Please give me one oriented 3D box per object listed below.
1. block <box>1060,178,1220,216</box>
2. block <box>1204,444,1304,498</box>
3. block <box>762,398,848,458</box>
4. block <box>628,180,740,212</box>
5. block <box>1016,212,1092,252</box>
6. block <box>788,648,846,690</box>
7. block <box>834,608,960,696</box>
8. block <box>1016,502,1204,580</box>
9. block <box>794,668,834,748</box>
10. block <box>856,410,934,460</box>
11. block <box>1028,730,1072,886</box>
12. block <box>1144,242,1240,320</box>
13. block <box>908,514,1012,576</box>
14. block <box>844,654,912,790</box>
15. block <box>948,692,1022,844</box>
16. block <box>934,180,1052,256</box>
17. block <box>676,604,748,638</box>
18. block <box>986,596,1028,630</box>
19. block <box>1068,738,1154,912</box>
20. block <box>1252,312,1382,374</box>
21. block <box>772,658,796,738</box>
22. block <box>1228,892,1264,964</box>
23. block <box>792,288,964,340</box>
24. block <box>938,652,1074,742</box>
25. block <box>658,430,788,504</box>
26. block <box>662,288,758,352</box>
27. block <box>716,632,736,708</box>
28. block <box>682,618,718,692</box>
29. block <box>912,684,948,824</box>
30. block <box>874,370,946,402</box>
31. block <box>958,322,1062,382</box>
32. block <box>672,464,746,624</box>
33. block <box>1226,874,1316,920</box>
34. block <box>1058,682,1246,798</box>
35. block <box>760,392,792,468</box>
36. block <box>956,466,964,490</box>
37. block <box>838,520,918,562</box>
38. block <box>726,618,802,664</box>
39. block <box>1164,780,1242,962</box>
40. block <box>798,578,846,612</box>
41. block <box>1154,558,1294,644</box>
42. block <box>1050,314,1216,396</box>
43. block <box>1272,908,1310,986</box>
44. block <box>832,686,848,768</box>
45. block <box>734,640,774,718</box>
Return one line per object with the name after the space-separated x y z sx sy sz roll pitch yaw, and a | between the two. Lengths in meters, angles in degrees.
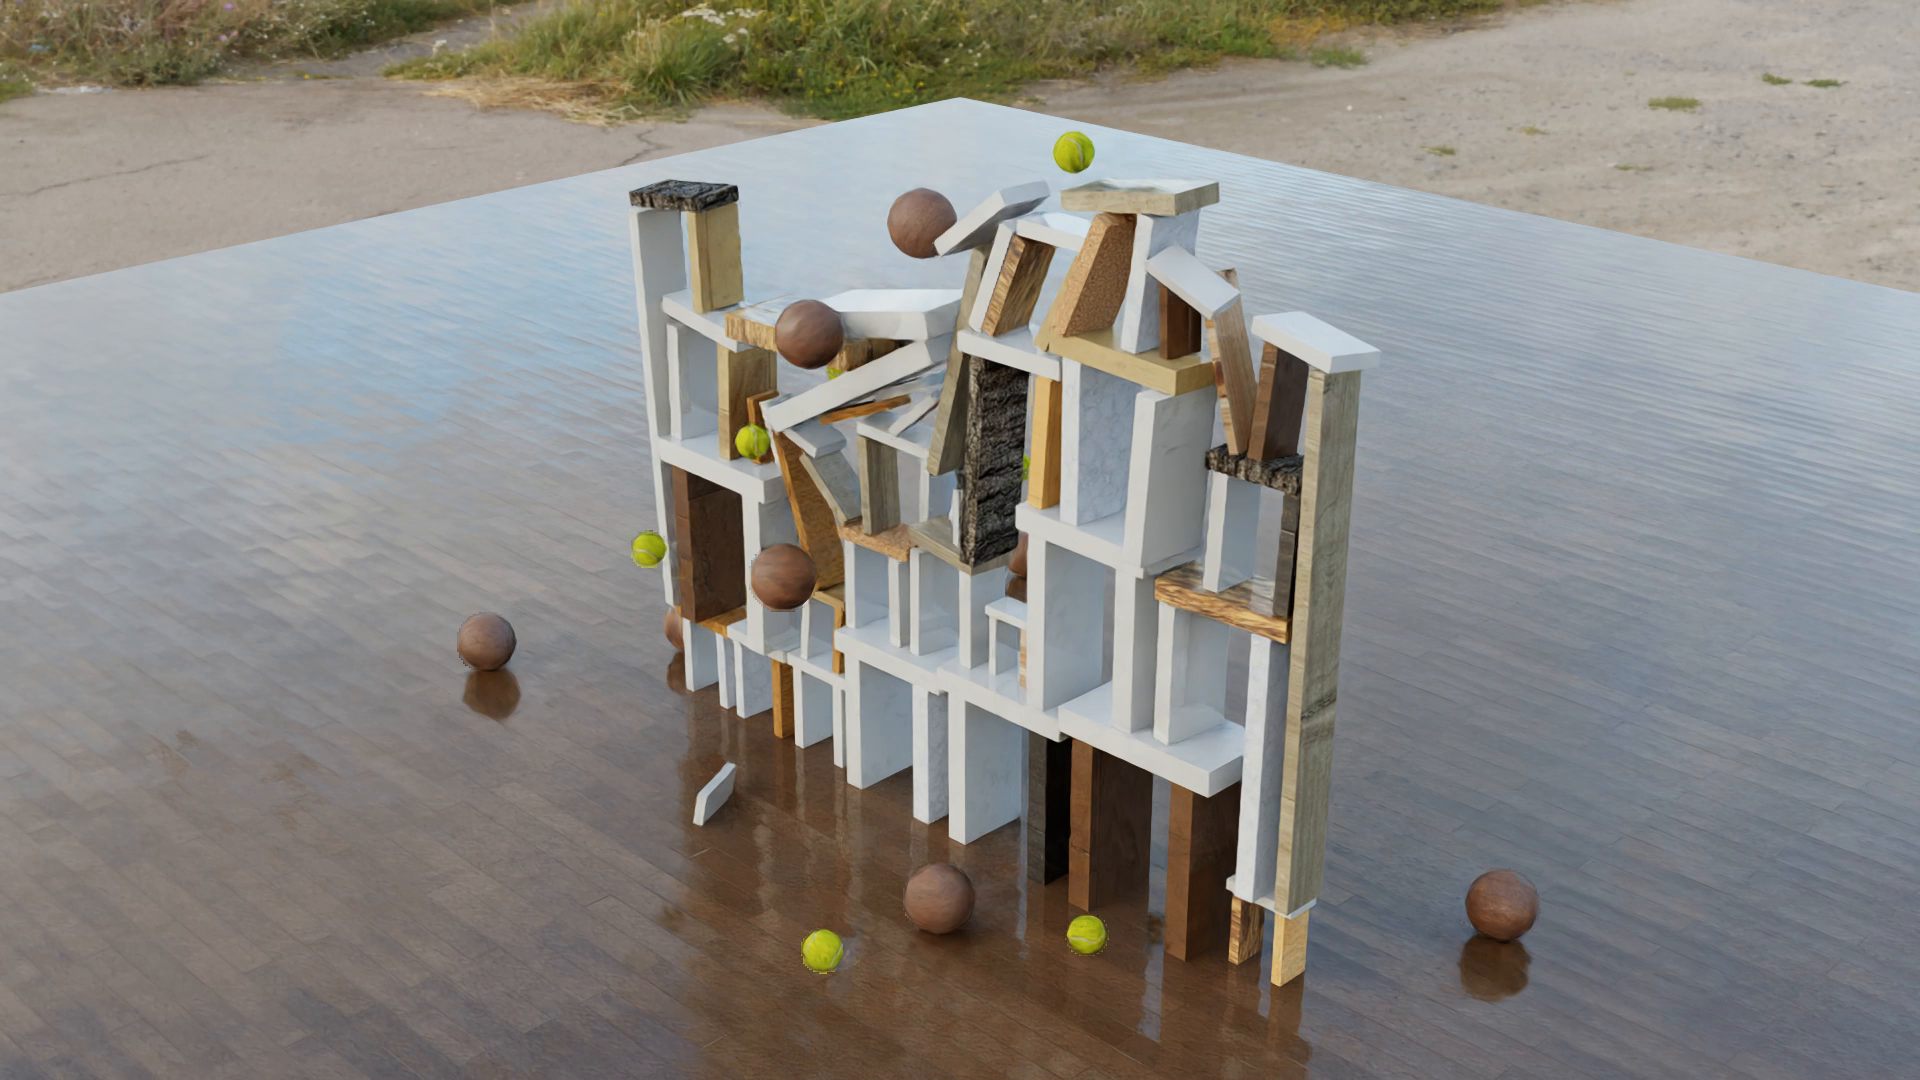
0.296 -0.566 3.622 0.238 0.034 0.119 10 23 42 | block
0.523 -0.119 3.645 0.211 0.030 0.106 20 26 38 | block
-0.316 -0.229 4.467 0.084 0.024 0.167 -21 48 -40 | block
-0.564 -0.703 4.490 0.214 0.030 0.107 12 28 41 | block
0.201 -0.527 3.786 0.099 0.028 0.199 -16 27 -39 | block
-0.267 0.264 4.630 0.185 0.026 0.093 21 30 40 | block
-0.096 0.222 4.418 0.299 0.042 0.149 21 31 40 | block
0.264 -0.018 3.919 0.156 0.044 0.312 -20 30 -39 | block
-0.311 0.344 4.711 0.026 0.185 0.093 21 30 41 | block
-0.107 -0.206 4.280 0.168 0.024 0.084 22 32 27 | block
0.201 0.485 4.207 0.045 0.320 0.160 21 31 41 | block
0.376 -0.420 3.561 0.142 0.020 0.071 41 55 19 | block
0.000 0.008 4.247 0.099 0.028 0.199 -17 31 -35 | block
-0.167 0.352 4.548 0.042 0.299 0.149 21 31 40 | block
0.050 0.426 4.346 0.045 0.320 0.160 21 31 41 | block
0.057 -0.574 3.930 0.110 0.031 0.220 -19 -7 -37 | block
-0.538 0.165 4.879 0.090 0.025 0.179 -21 31 -40 | block
0.112 0.140 4.160 0.061 0.017 0.121 -21 31 -41 | block
0.285 0.503 4.124 0.050 0.352 0.176 21 31 41 | block
0.567 -0.316 3.510 0.100 0.028 0.201 -9 28 -29 | block
-0.361 0.327 4.752 0.026 0.186 0.093 21 31 40 | block
0.518 0.686 3.960 0.020 0.144 0.072 21 31 41 | block
-0.132 -0.431 4.170 0.356 0.050 0.178 6 23 43 | block
0.126 0.287 4.205 0.320 0.045 0.160 21 31 41 | block
-0.458 -0.170 4.649 0.176 0.050 0.353 -21 31 -40 | block
-0.490 -0.461 4.550 0.126 0.036 0.252 -20 38 -39 | block
-0.494 0.276 4.881 0.090 0.179 0.025 -21 30 -41 | block
-0.578 0.243 4.958 0.025 0.179 0.090 21 31 40 | block
-0.026 0.407 4.419 0.042 0.299 0.149 21 31 40 | block
-0.093 -0.297 4.240 0.143 0.020 0.072 -12 9 45 | block
0.129 -0.343 3.931 0.126 0.036 0.253 -21 30 -40 | block
-0.533 -0.015 4.809 0.176 0.361 0.050 -21 30 -40 | block
0.551 0.623 3.897 0.072 0.020 0.144 -21 31 -41 | block
0.367 0.351 3.969 0.352 0.050 0.176 21 31 41 | block
-0.363 -0.226 4.538 0.070 0.140 0.020 -22 12 -39 | block
0.021 -0.129 4.216 0.056 0.016 0.113 1 27 -3 | block
-0.143 -0.007 4.382 0.190 0.027 0.095 20 30 38 | block
-0.407 0.212 4.750 0.186 0.026 0.093 21 31 40 | block
0.450 0.568 3.971 0.050 0.352 0.176 21 31 41 | block
-0.257 0.108 4.553 0.148 0.021 0.074 21 30 40 | block
0.481 0.101 3.758 0.267 0.038 0.134 19 28 37 | block
0.311 -0.319 3.737 0.152 0.043 0.304 -18 29 -36 | block
0.585 0.712 3.898 0.020 0.144 0.072 21 30 41 | block
-0.224 0.378 4.631 0.026 0.185 0.093 21 30 40 | block
-0.449 0.291 4.837 0.093 0.186 0.026 -20 30 -39 | block
